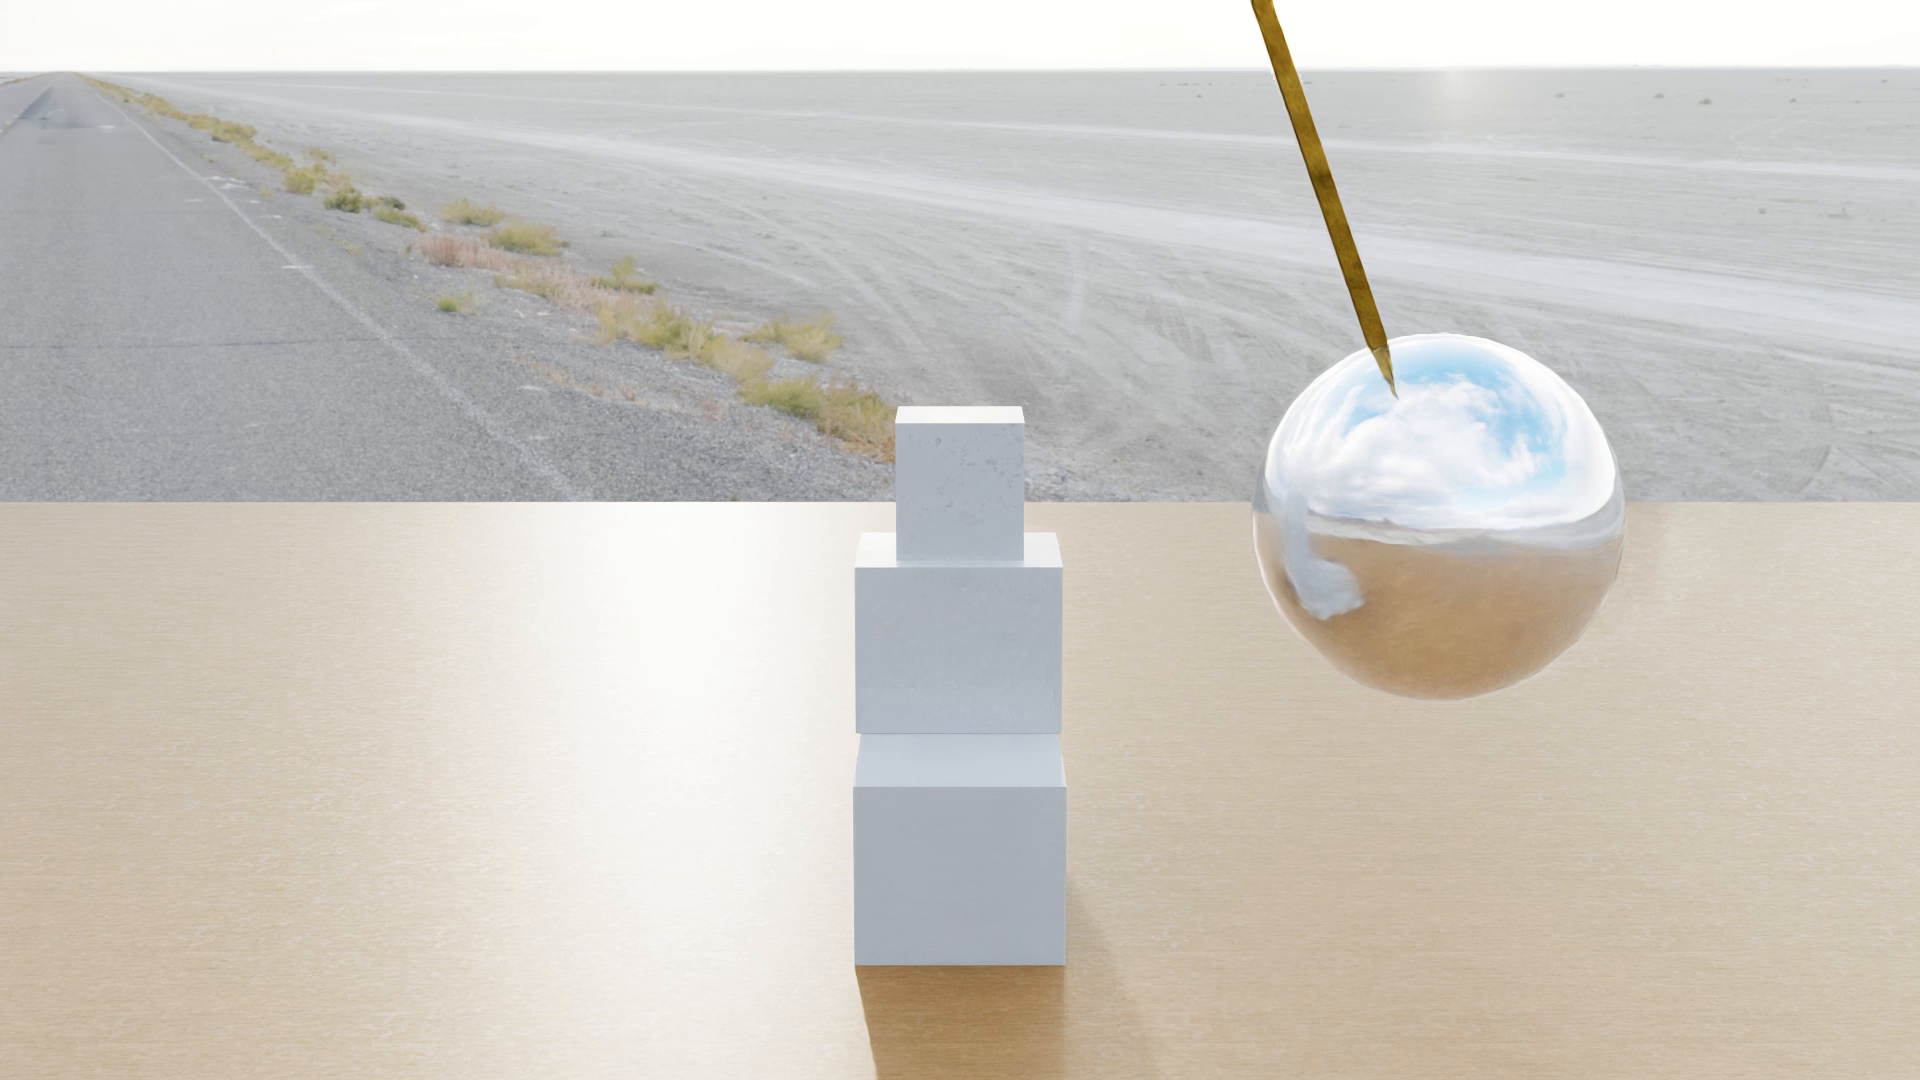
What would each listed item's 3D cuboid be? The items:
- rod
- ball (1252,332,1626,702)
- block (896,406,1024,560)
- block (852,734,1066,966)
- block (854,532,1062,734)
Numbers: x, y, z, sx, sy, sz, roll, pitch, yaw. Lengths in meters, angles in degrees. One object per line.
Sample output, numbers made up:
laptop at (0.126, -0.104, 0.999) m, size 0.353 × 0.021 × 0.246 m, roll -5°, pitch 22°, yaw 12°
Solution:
rod at (0.899, -3.238, 10.592) m, size 0.080 × 5.200 × 0.080 m, roll -20°, pitch 10°, yaw 4°
ball at (2.074, -0.099, 11.162) m, size 1.600 × 1.600 × 1.600 m, roll 0°, pitch 10°, yaw 0°
block at (0.000, -0.251, 11.135) m, size 0.545 × 0.592 × 0.532 m, roll 0°, pitch 10°, yaw 0°
block at (-0.001, 1.258, 10.590) m, size 0.843 × 0.737 × 0.856 m, roll 0°, pitch 10°, yaw 0°
block at (-0.006, 0.395, 11.252) m, size 0.877 × 0.721 × 0.822 m, roll 0°, pitch 10°, yaw 0°
